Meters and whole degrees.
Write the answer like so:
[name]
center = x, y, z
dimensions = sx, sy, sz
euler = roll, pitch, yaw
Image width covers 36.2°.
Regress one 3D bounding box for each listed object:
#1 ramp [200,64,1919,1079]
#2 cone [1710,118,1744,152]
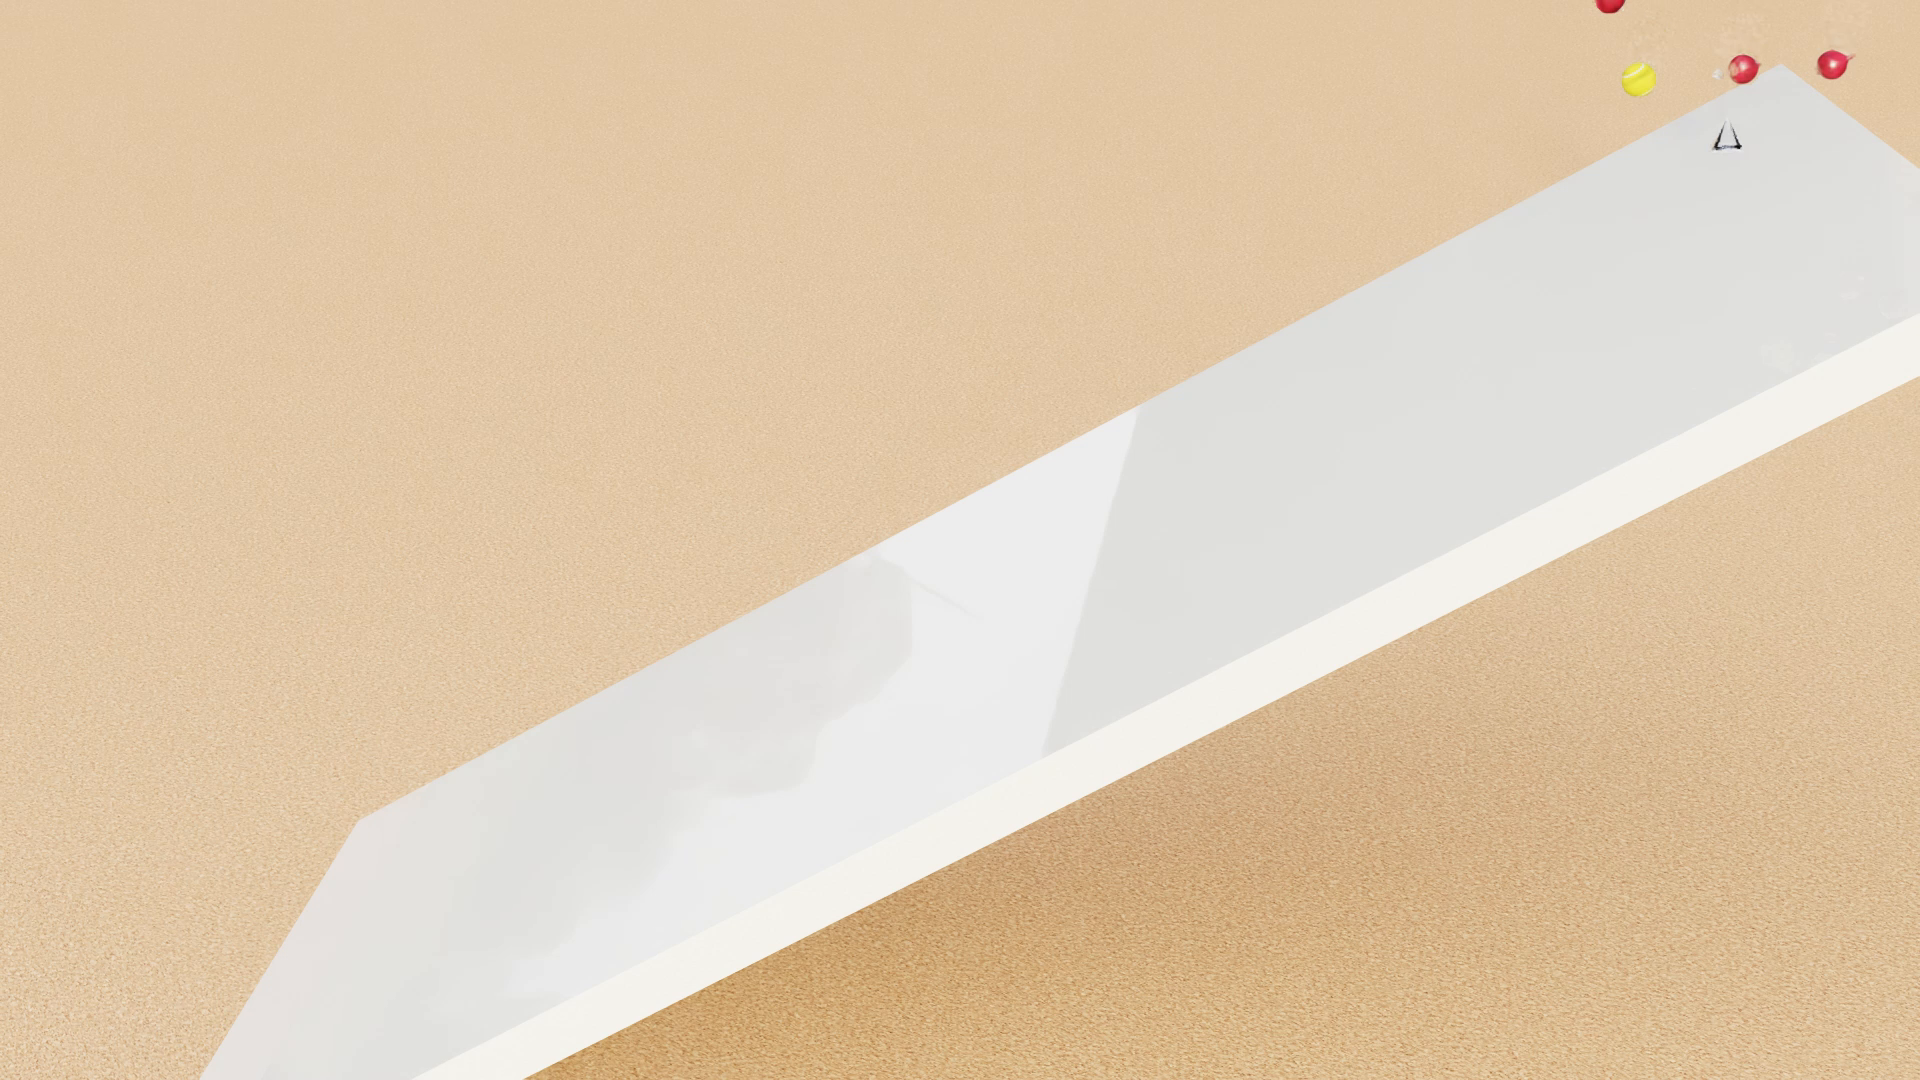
[ramp]
center = 0.142, 0.168, 6.284
dimensions = 4.000, 0.100, 2.000
euler = -28, 15, 12
[cone]
center = 1.461, -0.773, 5.597
dimensions = 0.065, 0.065, 0.065
euler = 0, 0, 0
